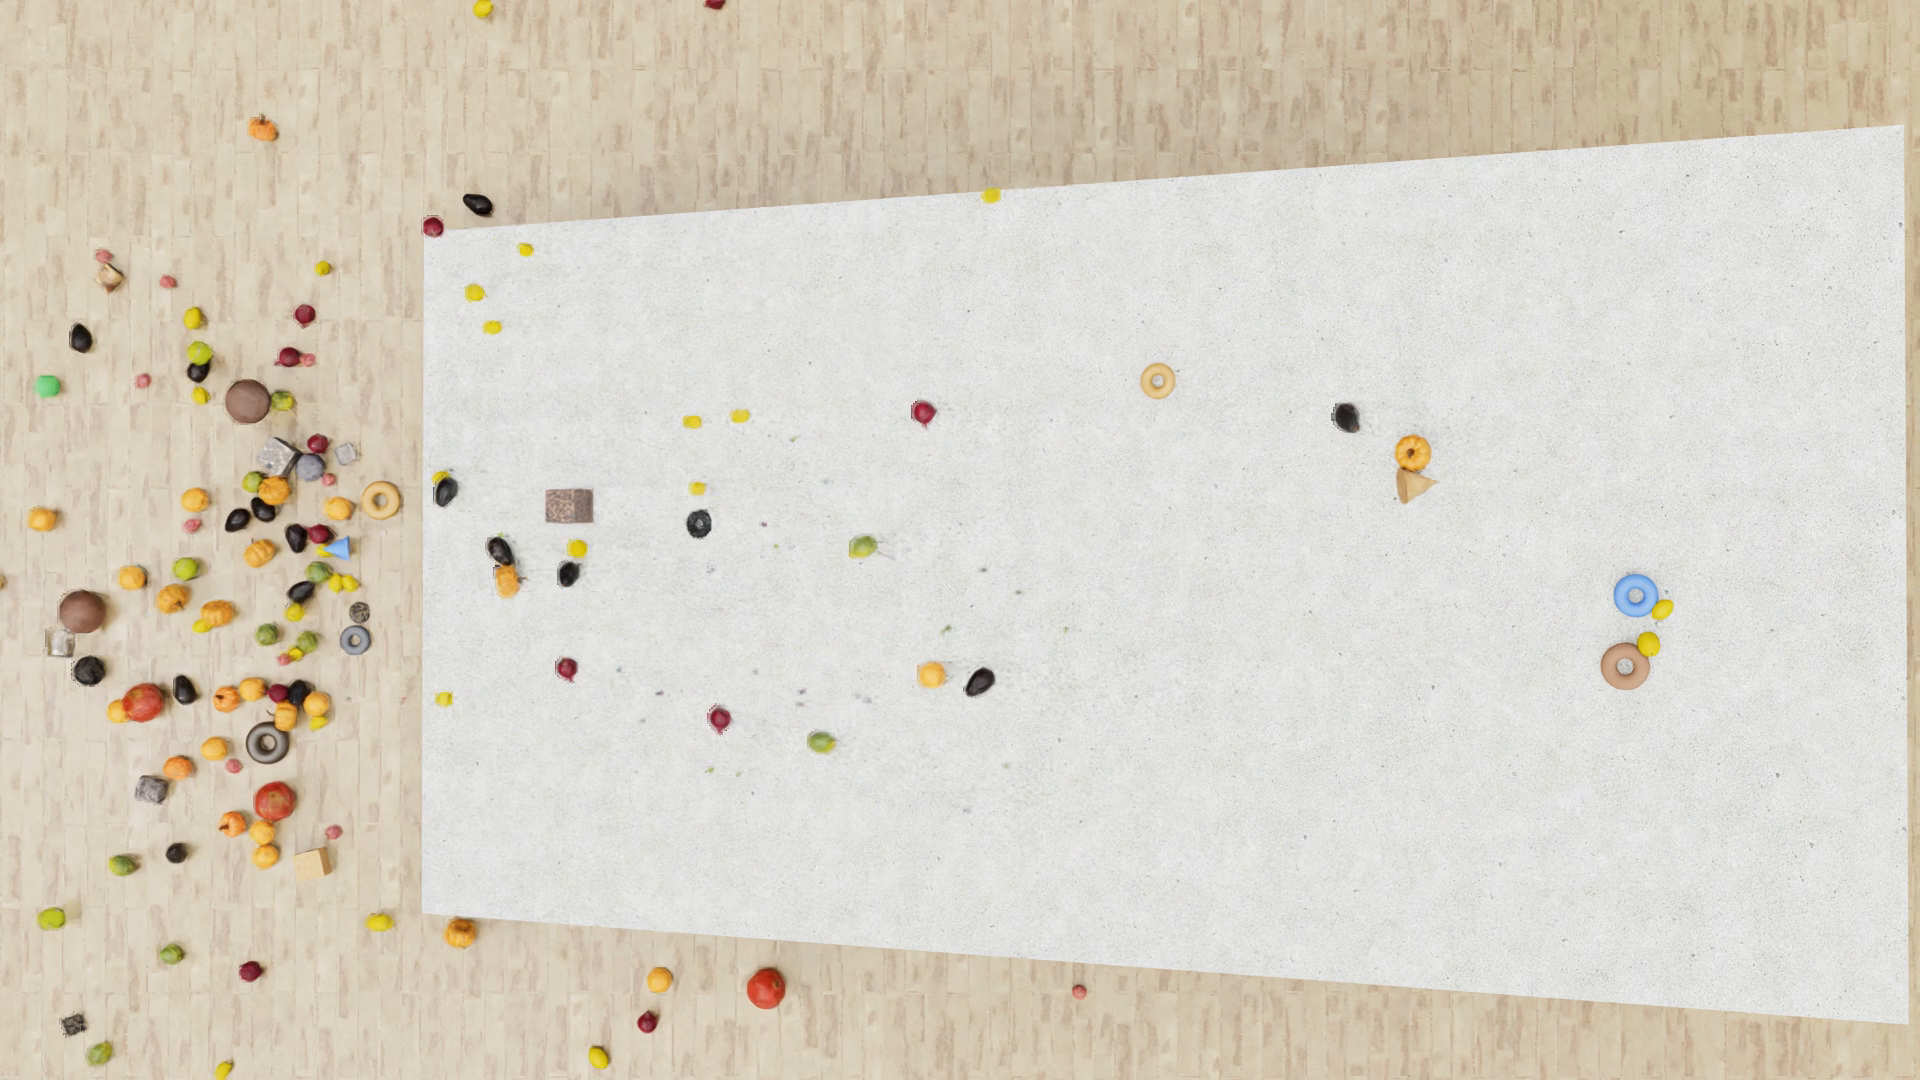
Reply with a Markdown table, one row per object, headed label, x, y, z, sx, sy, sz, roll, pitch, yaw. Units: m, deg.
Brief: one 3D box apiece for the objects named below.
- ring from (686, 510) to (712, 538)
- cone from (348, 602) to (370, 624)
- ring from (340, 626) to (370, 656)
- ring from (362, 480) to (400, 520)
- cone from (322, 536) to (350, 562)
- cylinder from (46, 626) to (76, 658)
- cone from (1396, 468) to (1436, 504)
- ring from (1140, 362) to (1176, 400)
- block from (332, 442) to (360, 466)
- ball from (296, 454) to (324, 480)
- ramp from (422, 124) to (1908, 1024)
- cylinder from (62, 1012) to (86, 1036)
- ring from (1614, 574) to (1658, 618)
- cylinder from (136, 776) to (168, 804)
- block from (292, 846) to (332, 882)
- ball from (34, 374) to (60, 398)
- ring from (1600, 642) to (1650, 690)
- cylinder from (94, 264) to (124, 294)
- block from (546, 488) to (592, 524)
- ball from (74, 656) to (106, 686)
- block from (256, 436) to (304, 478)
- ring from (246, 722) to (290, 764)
| label | x | y | z | sx | sy | sz | roll | pitch | yaw |
| --- | --- | --- | --- | --- | --- | --- | --- | --- | --- |
| ring | -0.721 | -0.044 | 6.078 | 0.079 | 0.026 | 0.079 | 0 | 89 | 25 |
| cone | -1.787 | 0.216 | 6.513 | 0.065 | 0.065 | 0.065 | 0 | 89 | 0 |
| ring | -1.796 | 0.298 | 6.529 | 0.091 | 0.030 | 0.091 | 0 | 88 | -1 |
| ring | -1.720 | -0.117 | 6.530 | 0.117 | 0.039 | 0.117 | 0 | 90 | -1 |
| cone | -1.847 | 0.026 | 6.501 | 0.077 | 0.077 | 0.077 | -2 | 89 | -12 |
| cylinder | -2.659 | 0.304 | 6.506 | 0.076 | 0.076 | 0.076 | 11 | 101 | 0 |
| cone | 1.108 | -0.134 | 5.293 | 0.091 | 0.091 | 0.091 | -7 | 89 | -4 |
| ring | 0.500 | -0.401 | 5.560 | 0.094 | 0.031 | 0.094 | -1 | 88 | 24 |
| block | -1.820 | -0.254 | 6.525 | 0.052 | 0.052 | 0.052 | -27 | 89 | 0 |
| ball | -1.923 | -0.215 | 6.510 | 0.081 | 0.081 | 0.081 | 0 | 89 | 0 |
| ramp | 0.283 | 0.085 | 5.718 | 4.000 | 0.100 | 2.000 | 0 | 89 | 23 |
| cylinder | -2.618 | 1.432 | 6.496 | 0.053 | 0.053 | 0.053 | -23 | 88 | 0 |
| ring | 1.567 | 0.129 | 5.098 | 0.102 | 0.034 | 0.102 | 1 | 93 | 25 |
| cylinder | -2.391 | 0.737 | 6.504 | 0.069 | 0.069 | 0.069 | 15 | 89 | -1 |
| block | -1.914 | 0.958 | 6.496 | 0.080 | 0.080 | 0.080 | -13 | 89 | 0 |
| ball | -2.704 | -0.456 | 6.518 | 0.070 | 0.070 | 0.070 | 0 | 89 | 0 |
| ring | 1.544 | 0.294 | 5.105 | 0.111 | 0.037 | 0.111 | -1 | 88 | 24 |
| cylinder | -2.527 | -0.777 | 6.526 | 0.063 | 0.063 | 0.063 | 39 | 89 | 0 |
| block | -1.102 | -0.095 | 6.204 | 0.094 | 0.094 | 0.094 | 0 | 89 | 23 |
| ball | -2.572 | 0.387 | 6.498 | 0.090 | 0.090 | 0.090 | 0 | 89 | 0 |
| block | -2.014 | -0.246 | 6.509 | 0.084 | 0.084 | 0.084 | 34 | 89 | 0 |
| ring | -2.053 | 0.602 | 6.519 | 0.129 | 0.043 | 0.129 | 0 | 88 | -2 |
